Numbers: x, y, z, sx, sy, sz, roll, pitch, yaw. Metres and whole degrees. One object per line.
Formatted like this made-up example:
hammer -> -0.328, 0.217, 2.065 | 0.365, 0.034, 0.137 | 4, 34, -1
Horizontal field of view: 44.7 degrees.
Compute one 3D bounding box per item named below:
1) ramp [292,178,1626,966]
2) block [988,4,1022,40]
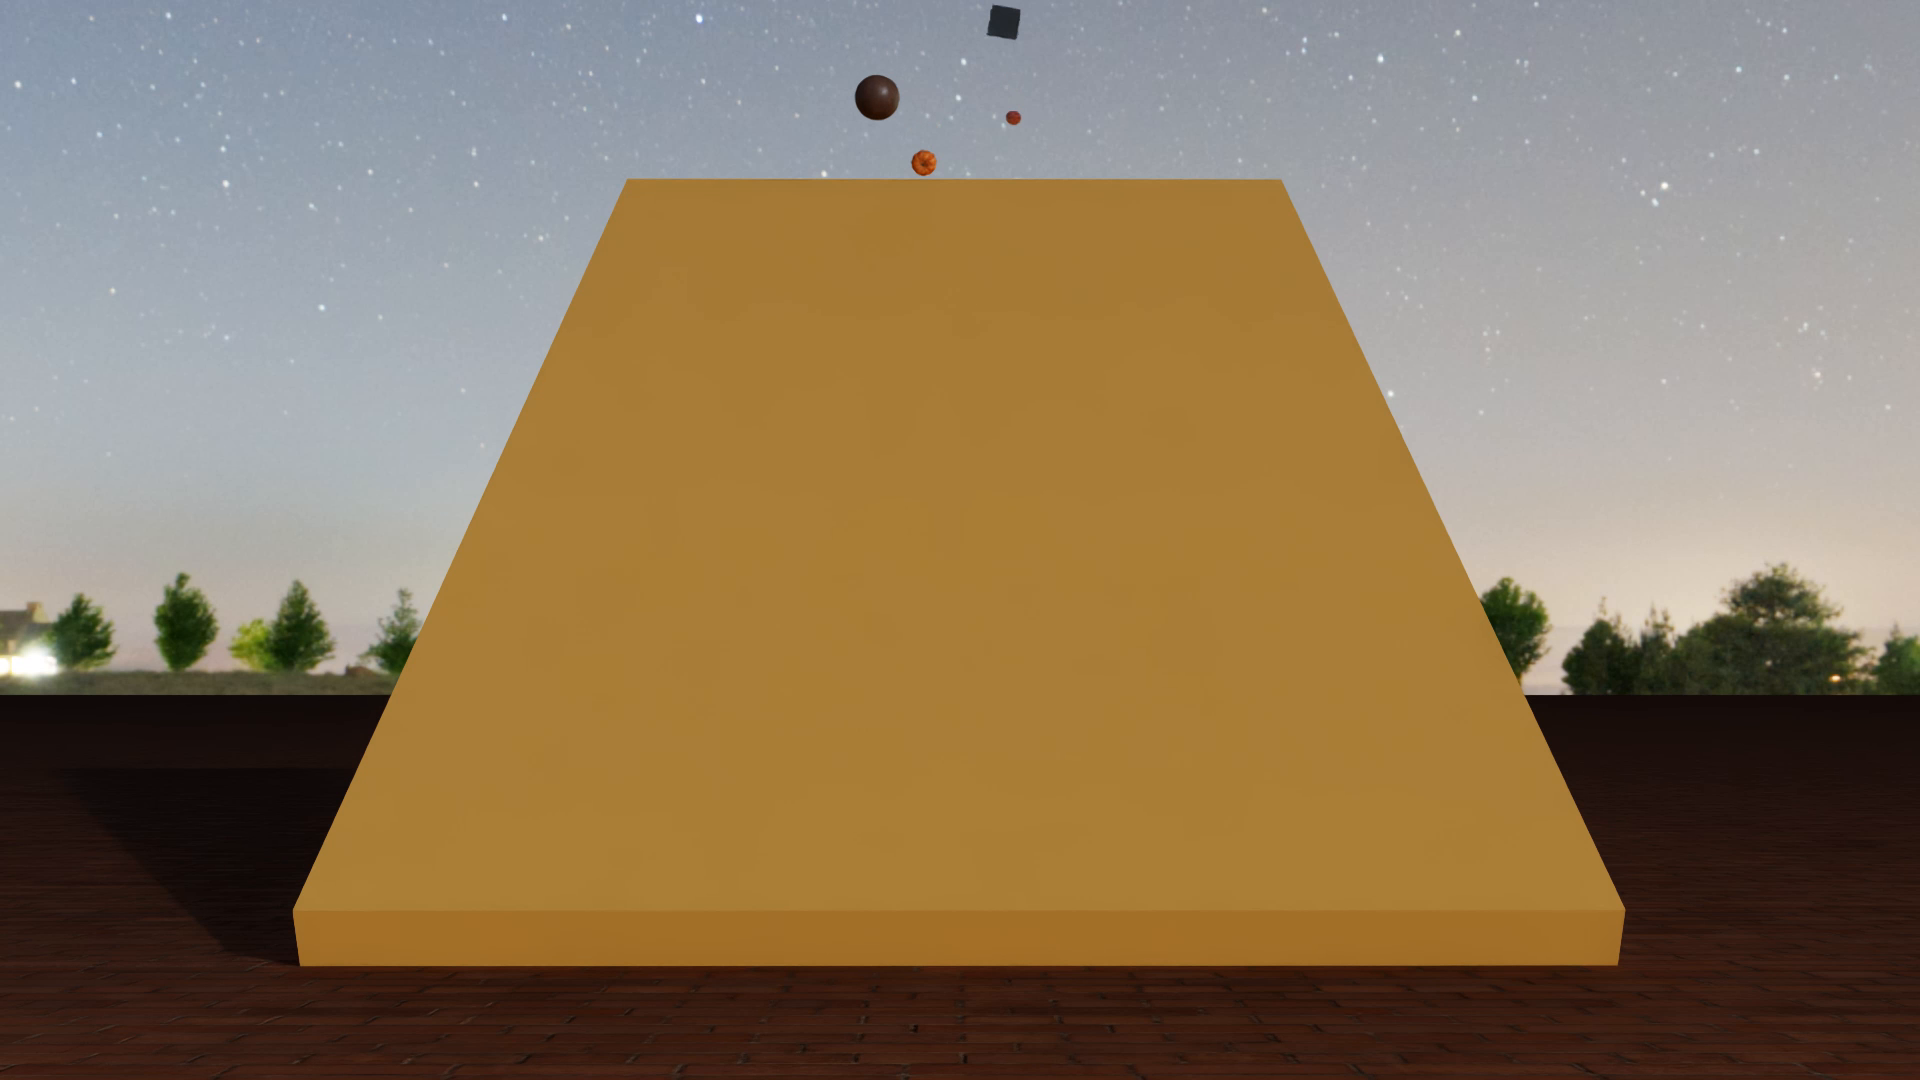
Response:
ramp -> -0.008, -0.229, 5.342 | 2.000, 0.100, 4.000 | 0, 25, 0
block -> 0.130, -1.526, 6.876 | 0.087, 0.087, 0.087 | 10, 14, -1
